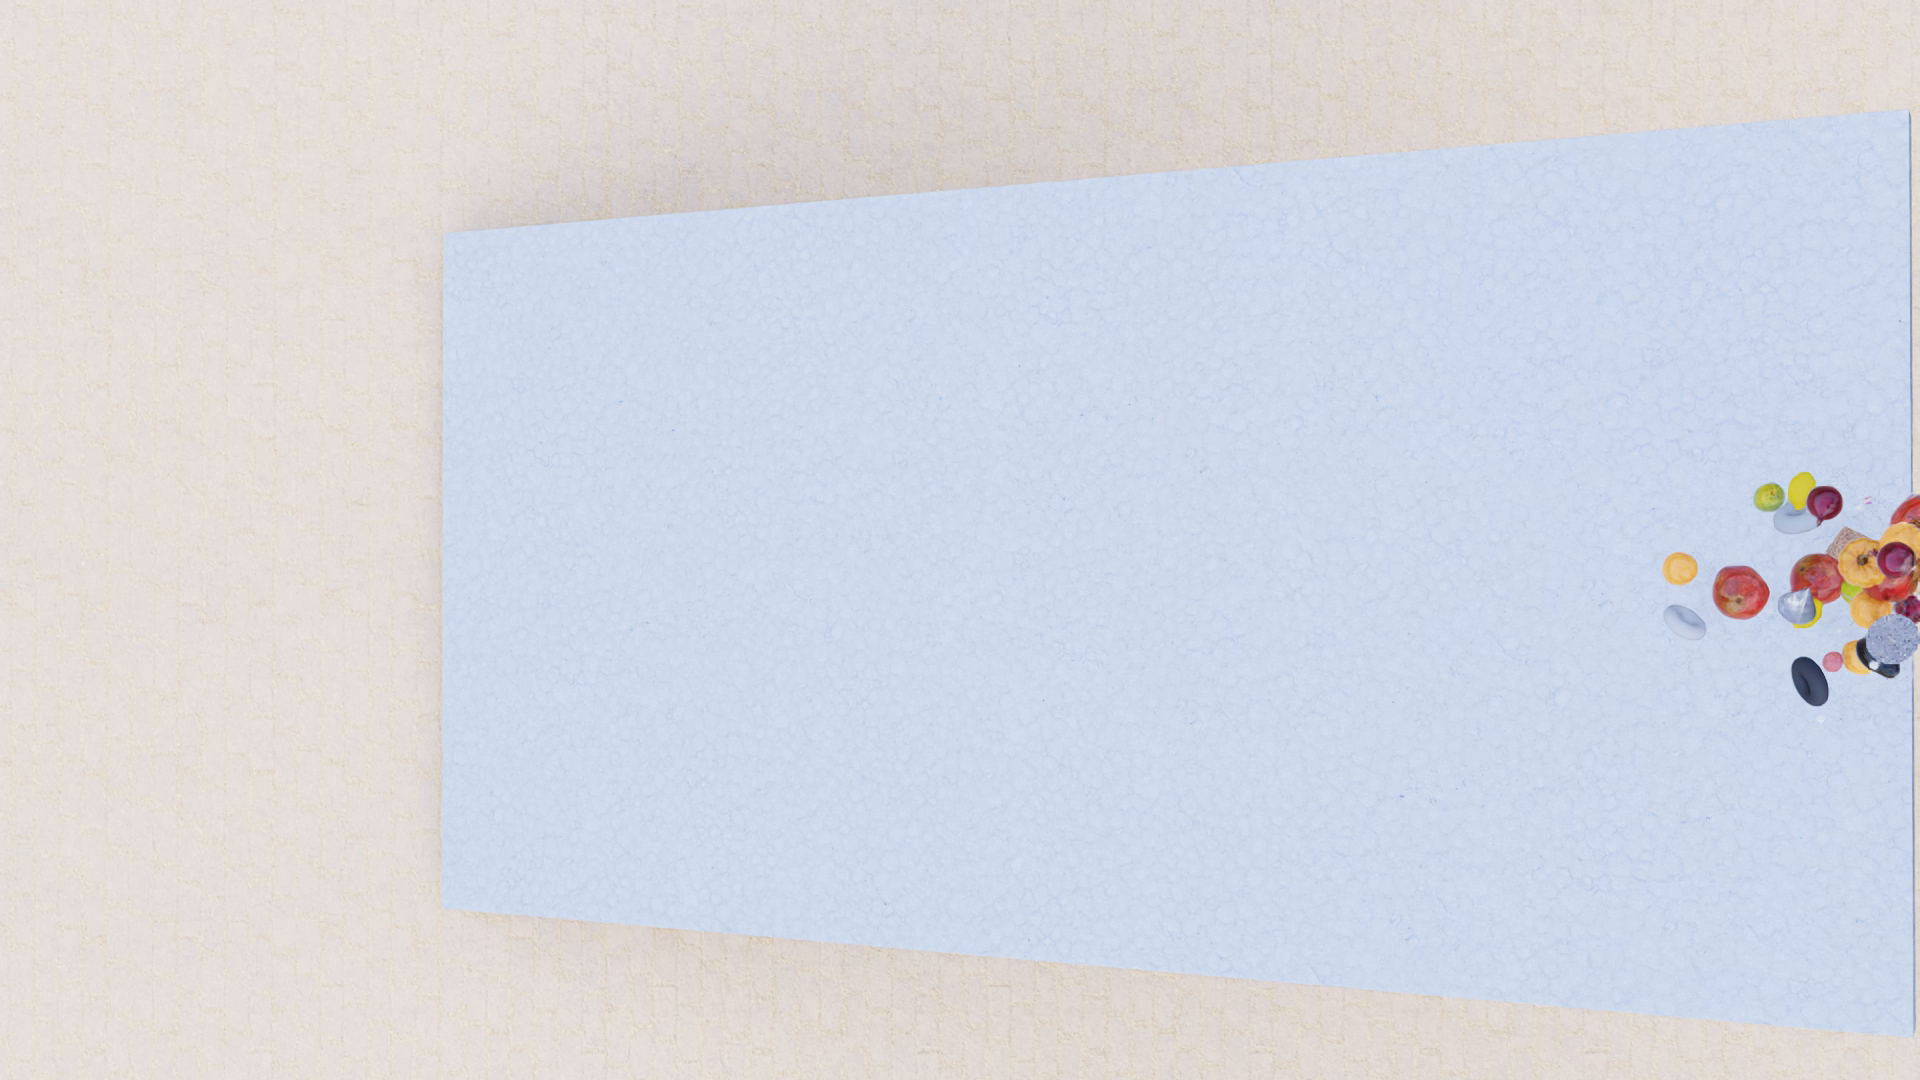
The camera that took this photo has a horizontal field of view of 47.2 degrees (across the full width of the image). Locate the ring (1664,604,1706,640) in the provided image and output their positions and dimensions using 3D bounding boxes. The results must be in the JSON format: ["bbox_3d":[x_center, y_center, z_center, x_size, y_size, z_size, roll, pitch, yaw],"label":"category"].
[{"bbox_3d":[1.478,0.168,4.483,0.094,0.094,0.031,26,123,0],"label":"ring"}]

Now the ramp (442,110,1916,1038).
[{"bbox_3d":[0.280,0.080,5.671,4.000,0.100,2.000,0,89,26],"label":"ramp"}]

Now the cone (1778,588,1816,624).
[{"bbox_3d":[1.547,0.107,4.037,0.071,0.071,0.071,0,57,0],"label":"cone"}]

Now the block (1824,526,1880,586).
[{"bbox_3d":[1.887,0.033,4.652,0.076,0.076,0.076,33,81,37],"label":"block"}]

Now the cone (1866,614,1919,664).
[{"bbox_3d":[1.664,0.167,3.955,0.092,0.092,0.092,1,102,6],"label":"cone"}]

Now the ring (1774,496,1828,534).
[{"bbox_3d":[1.782,-0.052,4.661,0.115,0.115,0.038,-29,109,0],"label":"ring"}]

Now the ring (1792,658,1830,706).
[{"bbox_3d":[1.752,0.292,4.533,0.036,0.108,0.108,-21,89,-3],"label":"ring"}]
